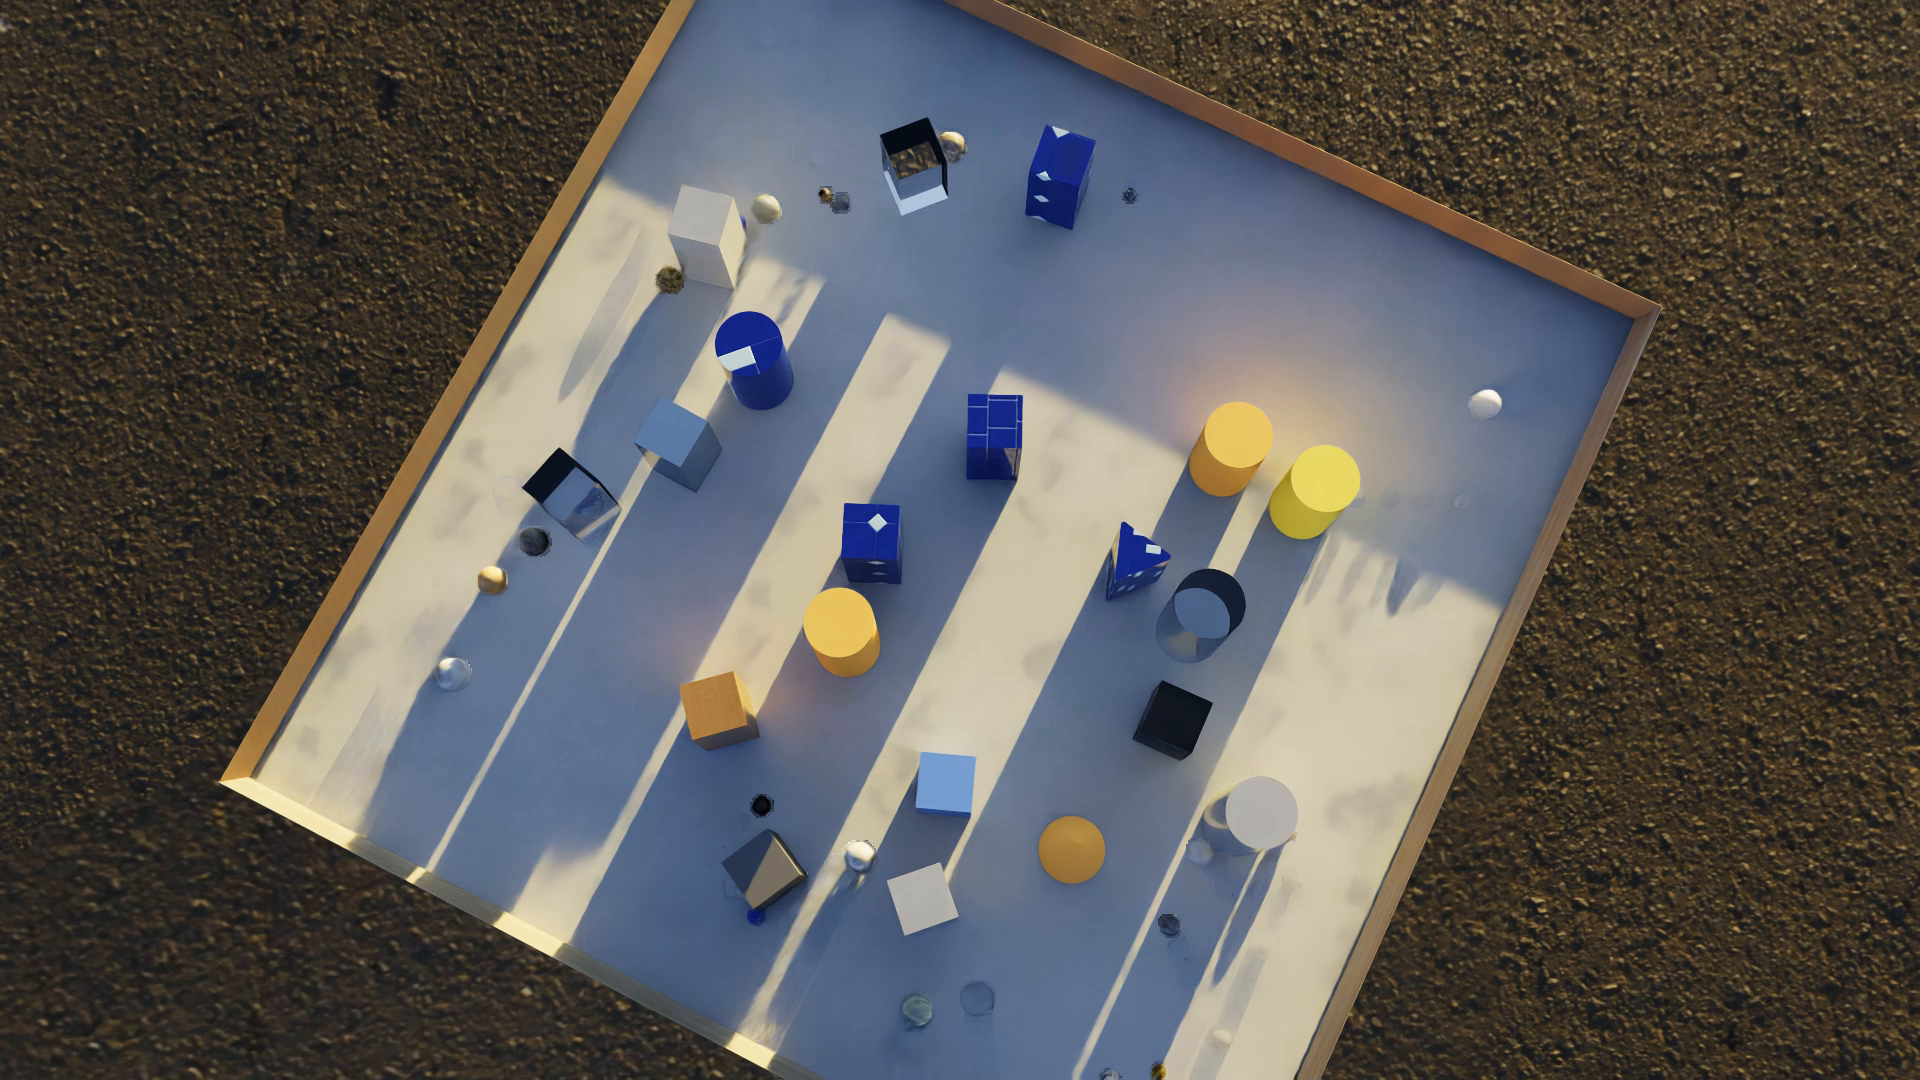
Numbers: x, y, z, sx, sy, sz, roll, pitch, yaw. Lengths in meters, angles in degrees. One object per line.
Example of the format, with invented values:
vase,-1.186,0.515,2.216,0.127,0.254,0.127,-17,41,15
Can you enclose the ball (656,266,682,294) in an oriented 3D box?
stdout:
ball,-0.913,-0.815,5.744,0.082,0.082,0.082,0,78,0

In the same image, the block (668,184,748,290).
block,-0.769,-0.922,5.612,0.159,0.383,0.159,14,79,3

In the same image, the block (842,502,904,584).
block,-0.256,0.014,5.414,0.159,0.391,0.159,2,78,0

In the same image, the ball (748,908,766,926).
ball,-0.595,1.101,5.361,0.054,0.054,0.054,0,78,0

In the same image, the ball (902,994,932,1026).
ball,-0.124,1.358,5.290,0.089,0.089,0.089,0,78,0

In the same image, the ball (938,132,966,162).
ball,-0.028,-1.250,5.826,0.098,0.098,0.098,0,78,0

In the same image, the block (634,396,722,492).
block,-0.843,-0.283,5.507,0.159,0.330,0.159,29,80,6

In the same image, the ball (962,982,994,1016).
ball,0.052,1.326,5.293,0.097,0.097,0.097,0,78,0

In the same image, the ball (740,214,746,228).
ball,-0.704,-1.004,5.795,0.059,0.059,0.059,0,78,0

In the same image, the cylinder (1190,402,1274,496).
cylinder,0.807,-0.268,5.484,0.198,0.368,0.198,0,78,0

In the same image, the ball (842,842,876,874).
ball,-0.296,0.933,5.375,0.094,0.094,0.094,0,78,0

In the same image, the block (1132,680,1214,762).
block,0.621,0.532,5.371,0.159,0.264,0.159,24,79,5

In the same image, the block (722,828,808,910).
block,-0.558,0.949,5.268,0.159,0.298,0.159,-36,81,-7

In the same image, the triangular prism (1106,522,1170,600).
triangular prism,0.497,0.050,5.427,0.172,0.351,0.149,-22,79,-4

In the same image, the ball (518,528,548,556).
ball,-1.295,0.006,5.570,0.089,0.089,0.089,0,78,0

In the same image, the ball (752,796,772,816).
ball,-0.587,0.788,5.425,0.057,0.057,0.057,0,78,0

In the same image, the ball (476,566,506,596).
ball,-1.418,0.123,5.547,0.087,0.087,0.087,0,78,0

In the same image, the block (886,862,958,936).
block,-0.105,1.032,5.263,0.159,0.274,0.159,-19,79,-4

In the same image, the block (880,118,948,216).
block,-0.142,-1.162,5.712,0.159,0.284,0.159,-21,79,-4

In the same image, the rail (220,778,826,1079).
rail,-0.713,1.403,5.259,3.214,0.129,0.045,26,80,5

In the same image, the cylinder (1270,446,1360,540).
cylinder,1.050,-0.138,5.448,0.198,0.385,0.198,0,78,0

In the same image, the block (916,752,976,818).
block,-0.040,0.714,5.336,0.159,0.259,0.159,5,78,1

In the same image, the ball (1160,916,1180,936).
ball,0.612,1.127,5.352,0.061,0.061,0.061,0,78,0

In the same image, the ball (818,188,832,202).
ball,-0.427,-1.097,5.821,0.045,0.045,0.045,0,78,0

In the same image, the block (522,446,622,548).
block,-1.149,-0.123,5.453,0.159,0.370,0.159,39,81,7

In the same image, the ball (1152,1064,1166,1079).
ball,0.573,1.533,5.278,0.042,0.042,0.042,0,78,0

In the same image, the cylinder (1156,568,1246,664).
cylinder,0.693,0.226,5.320,0.198,0.490,0.198,0,78,0

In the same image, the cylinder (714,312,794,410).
cylinder,-0.619,-0.538,5.540,0.198,0.368,0.198,0,78,0

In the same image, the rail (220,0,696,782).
rail,-1.416,-0.687,5.692,0.045,0.129,3.235,26,80,5

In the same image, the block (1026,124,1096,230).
block,0.308,-1.118,5.671,0.159,0.347,0.159,19,79,4

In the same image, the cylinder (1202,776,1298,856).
cylinder,0.820,0.789,5.210,0.198,0.477,0.198,0,78,0

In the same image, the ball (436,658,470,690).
ball,-1.519,0.400,5.484,0.097,0.097,0.097,0,78,0

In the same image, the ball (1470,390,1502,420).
ball,1.624,-0.419,5.656,0.092,0.092,0.092,0,78,0

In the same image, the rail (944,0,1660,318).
rail,0.713,-1.389,5.837,3.214,0.129,0.045,26,80,5

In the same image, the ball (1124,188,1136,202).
ball,0.541,-1.096,5.822,0.041,0.041,0.041,0,78,0

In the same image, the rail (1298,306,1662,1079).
rail,1.416,0.700,5.405,0.045,0.129,3.235,26,80,5

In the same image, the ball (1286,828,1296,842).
ball,0.961,0.860,5.407,0.061,0.061,0.061,0,78,0

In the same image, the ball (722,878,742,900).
ball,-0.661,1.018,5.363,0.065,0.065,0.065,0,78,0

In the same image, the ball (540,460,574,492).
ball,-1.235,-0.197,5.607,0.099,0.099,0.099,0,78,0

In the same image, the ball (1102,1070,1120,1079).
ball,0.434,1.551,5.271,0.047,0.047,0.047,0,78,0

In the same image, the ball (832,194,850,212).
ball,-0.376,-1.067,5.808,0.058,0.058,0.058,0,78,0

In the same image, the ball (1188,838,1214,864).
ball,0.706,0.916,5.388,0.076,0.076,0.076,0,78,0

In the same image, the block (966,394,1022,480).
block,0.101,-0.304,5.479,0.159,0.392,0.159,1,78,0

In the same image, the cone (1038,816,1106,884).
cone,0.331,0.877,5.230,0.198,0.402,0.198,0,78,0

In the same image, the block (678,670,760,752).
block,-0.697,0.501,5.335,0.159,0.347,0.159,-15,79,-3

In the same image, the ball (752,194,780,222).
ball,-0.613,-1.047,5.790,0.086,0.086,0.086,0,78,0

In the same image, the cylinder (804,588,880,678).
cylinder,-0.339,0.274,5.341,0.198,0.428,0.198,0,78,0
